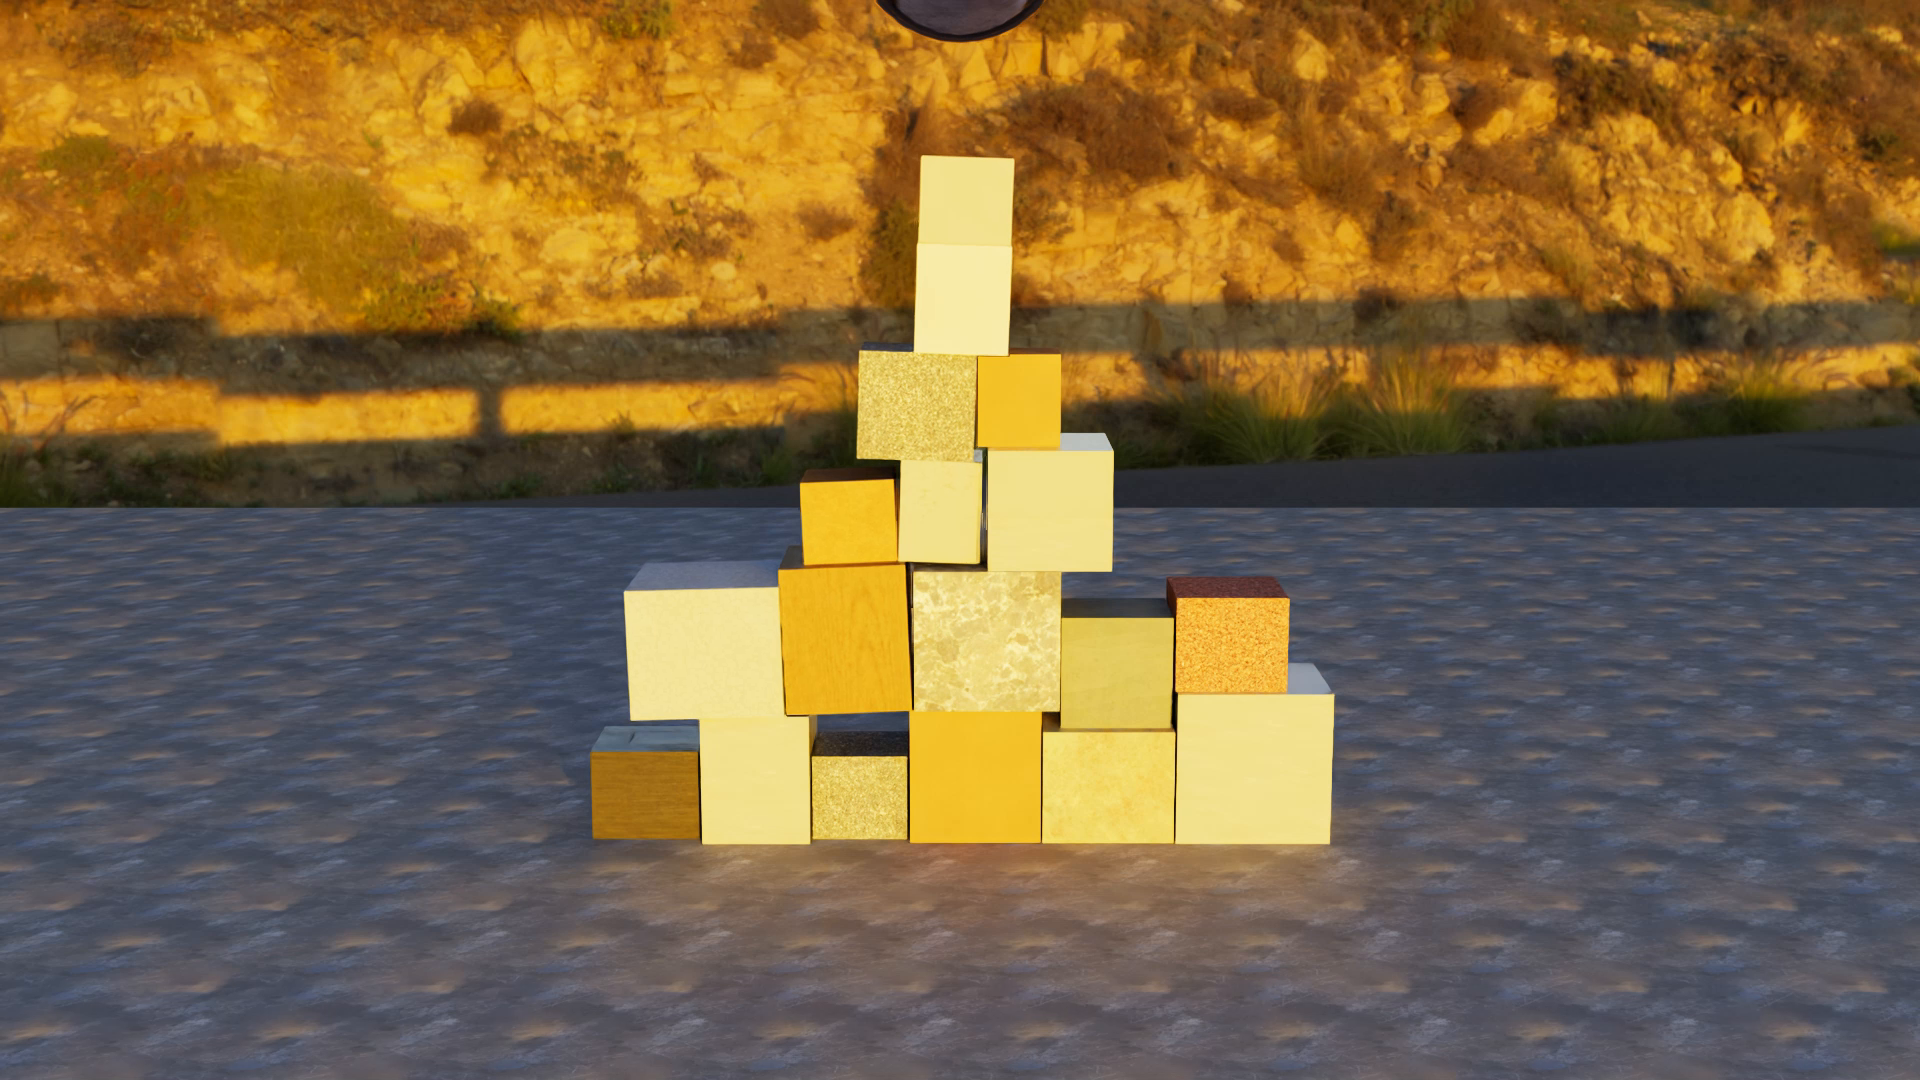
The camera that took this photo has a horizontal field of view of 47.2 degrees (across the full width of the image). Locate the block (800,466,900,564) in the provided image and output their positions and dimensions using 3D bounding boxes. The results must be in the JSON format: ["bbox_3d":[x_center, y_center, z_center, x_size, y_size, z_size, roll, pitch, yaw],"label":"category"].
[{"bbox_3d":[-0.553,-0.129,11.169,0.465,0.413,0.460,-2,10,0],"label":"block"}]

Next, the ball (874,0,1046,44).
[{"bbox_3d":[0.000,-4.352,15.628,1.600,1.600,1.600,0,10,0],"label":"ball"}]

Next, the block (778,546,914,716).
[{"bbox_3d":[-0.569,0.442,11.259,0.629,0.742,0.660,-2,10,0],"label":"block"}]

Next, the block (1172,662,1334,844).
[{"bbox_3d":[1.480,1.093,11.386,0.779,0.776,0.681,0,10,0],"label":"block"}]

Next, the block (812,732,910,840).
[{"bbox_3d":[-0.505,1.265,11.394,0.485,0.434,0.487,0,10,0],"label":"block"}]

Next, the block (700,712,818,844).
[{"bbox_3d":[-1.030,1.153,11.372,0.545,0.662,0.644,0,10,0],"label":"block"}]

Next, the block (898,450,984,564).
[{"bbox_3d":[-0.097,-0.178,11.142,0.405,0.508,0.460,2,10,0],"label":"block"}]

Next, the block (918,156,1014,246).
[{"bbox_3d":[0.030,-1.683,10.888,0.449,0.420,0.415,2,10,0],"label":"block"}]

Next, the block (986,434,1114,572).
[{"bbox_3d":[0.445,-0.200,11.150,0.614,0.601,0.665,0,10,0],"label":"block"}]

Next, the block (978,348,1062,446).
[{"bbox_3d":[0.293,-0.723,11.068,0.410,0.457,0.375,0,10,0],"label":"block"}]

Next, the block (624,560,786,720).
[{"bbox_3d":[-1.268,0.501,11.267,0.763,0.657,0.734,-1,10,0],"label":"block"}]

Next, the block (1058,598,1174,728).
[{"bbox_3d":[0.790,0.626,11.307,0.562,0.567,0.497,0,10,0],"label":"block"}]

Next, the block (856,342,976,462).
[{"bbox_3d":[-0.214,-0.700,11.073,0.576,0.534,0.485,2,10,0],"label":"block"}]

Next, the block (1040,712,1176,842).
[{"bbox_3d":[0.749,1.189,11.414,0.663,0.578,0.681,0,10,0],"label":"block"}]

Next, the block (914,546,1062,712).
[{"bbox_3d":[0.135,0.444,11.266,0.729,0.709,0.711,0,10,0],"label":"block"}]

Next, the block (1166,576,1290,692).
[{"bbox_3d":[1.361,0.477,11.265,0.560,0.480,0.550,0,10,0],"label":"block"}]

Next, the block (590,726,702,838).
[{"bbox_3d":[-1.591,1.251,11.401,0.557,0.458,0.494,0,10,0],"label":"block"}]

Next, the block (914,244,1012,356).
[{"bbox_3d":[0.014,-1.214,10.962,0.460,0.531,0.494,2,10,0],"label":"block"}]

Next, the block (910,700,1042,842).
[{"bbox_3d":[0.077,1.134,11.391,0.660,0.693,0.647,0,10,0],"label":"block"}]
